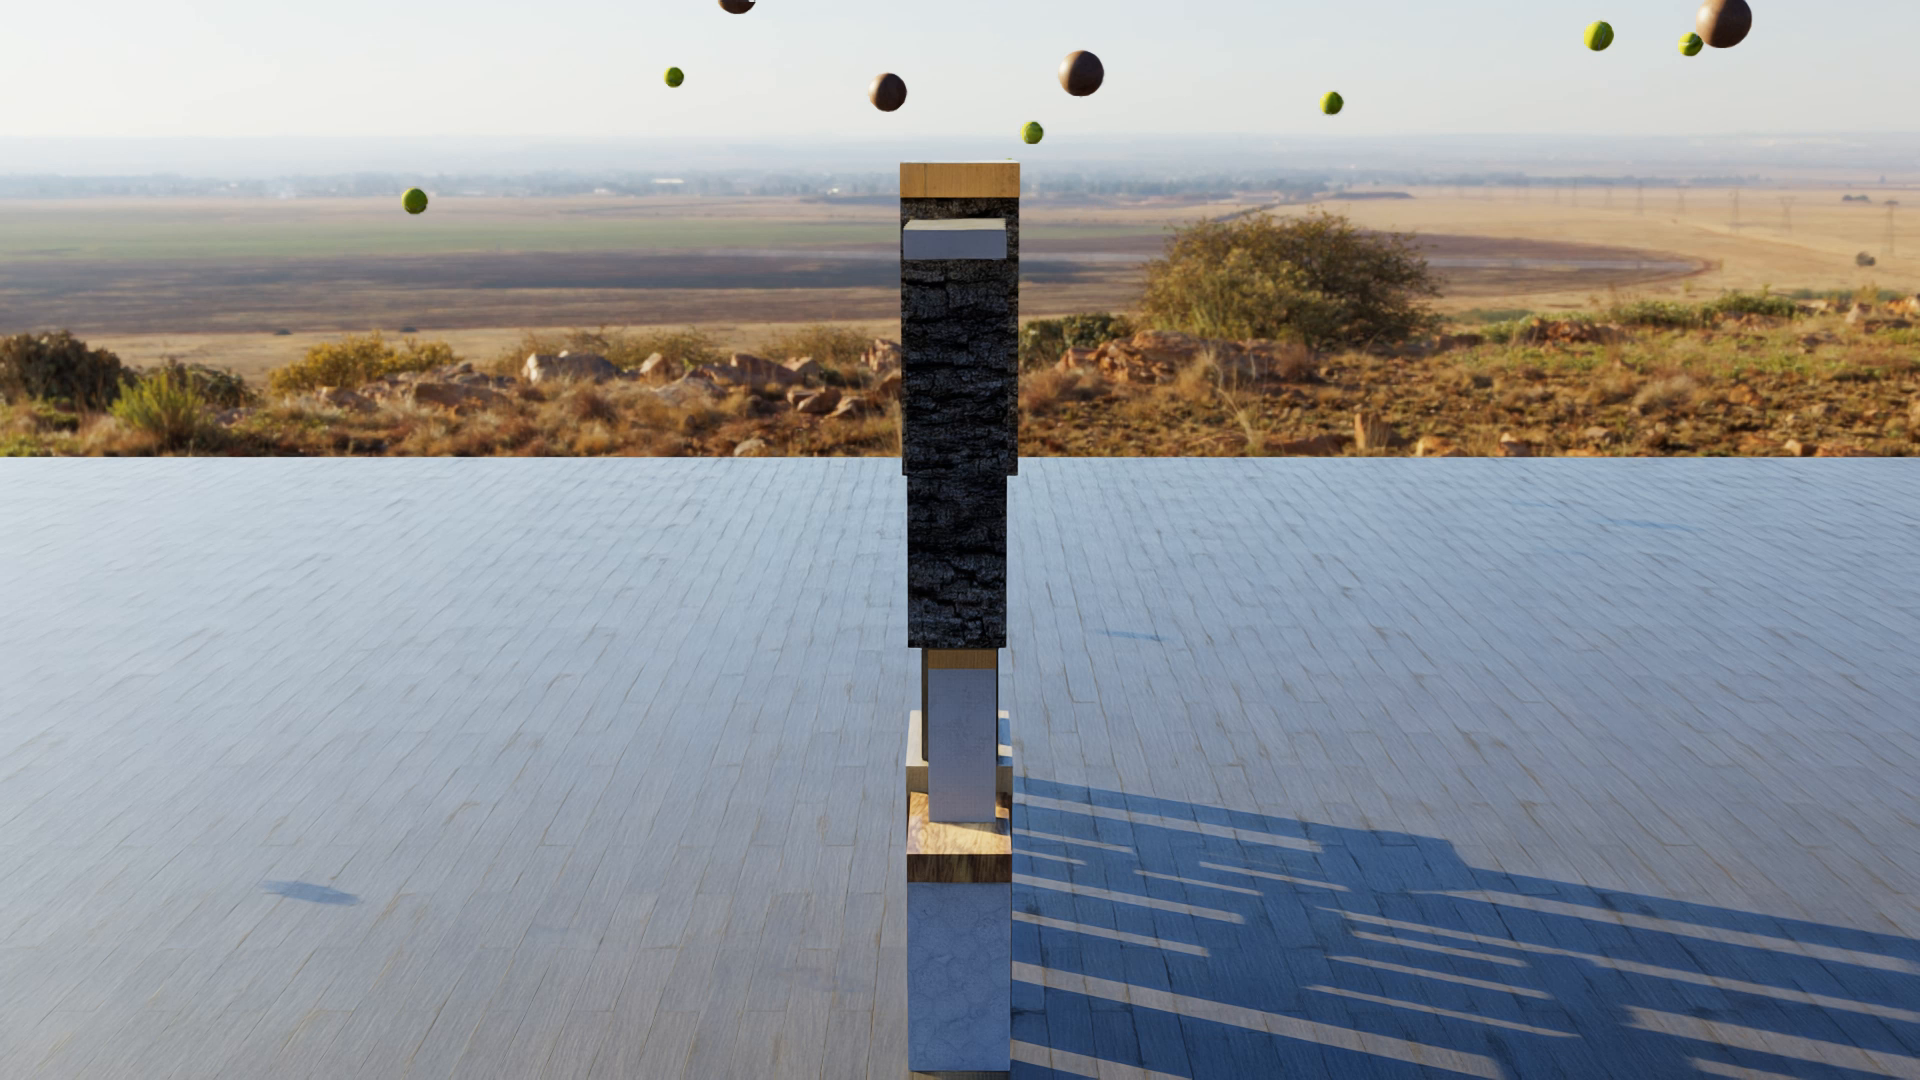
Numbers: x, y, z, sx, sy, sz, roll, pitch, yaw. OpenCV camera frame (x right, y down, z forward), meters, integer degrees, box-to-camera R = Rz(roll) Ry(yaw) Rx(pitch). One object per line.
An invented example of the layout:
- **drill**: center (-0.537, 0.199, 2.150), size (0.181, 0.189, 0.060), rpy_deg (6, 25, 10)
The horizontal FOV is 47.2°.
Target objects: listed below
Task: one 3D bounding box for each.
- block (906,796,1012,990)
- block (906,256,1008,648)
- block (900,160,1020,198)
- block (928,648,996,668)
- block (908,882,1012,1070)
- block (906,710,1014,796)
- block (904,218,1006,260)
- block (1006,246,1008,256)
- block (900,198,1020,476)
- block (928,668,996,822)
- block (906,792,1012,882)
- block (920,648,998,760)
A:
- **block**: center (-0.001, 0.511, 3.250), size (0.154, 0.309, 0.044), rpy_deg (0, 11, 0)
- **block**: center (-0.004, -0.115, 2.946), size (0.134, 0.524, 0.038), rpy_deg (0, 11, 0)
- **block**: center (-0.001, -0.556, 3.376), size (0.175, 0.050, 0.350), rpy_deg (0, 11, 0)
- **block**: center (0.003, 0.144, 3.057), size (0.092, 0.026, 0.184), rpy_deg (0, 11, 0)
- **block**: center (-0.001, 0.579, 2.971), size (0.138, 0.276, 0.039), rpy_deg (0, 11, 0)
- **block**: center (-0.001, 0.319, 3.319), size (0.154, 0.044, 0.309), rpy_deg (0, 11, 0)
- **block**: center (-0.005, -0.409, 2.981), size (0.134, 0.038, 0.267), rpy_deg (0, 11, 1)
- **block**: center (0.001, -0.276, 3.098), size (0.134, 0.267, 0.038), rpy_deg (0, 11, 1)
- **block**: center (0.000, -0.306, 3.304), size (0.175, 0.416, 0.050), rpy_deg (0, 11, 0)
- **block**: center (0.003, 0.277, 3.019), size (0.092, 0.221, 0.026), rpy_deg (0, 10, 0)
- **block**: center (-0.001, 0.407, 3.033), size (0.138, 0.039, 0.276), rpy_deg (0, 11, 0)
- **block**: center (0.000, 0.208, 3.186), size (0.111, 0.222, 0.031), rpy_deg (0, 11, 0)
